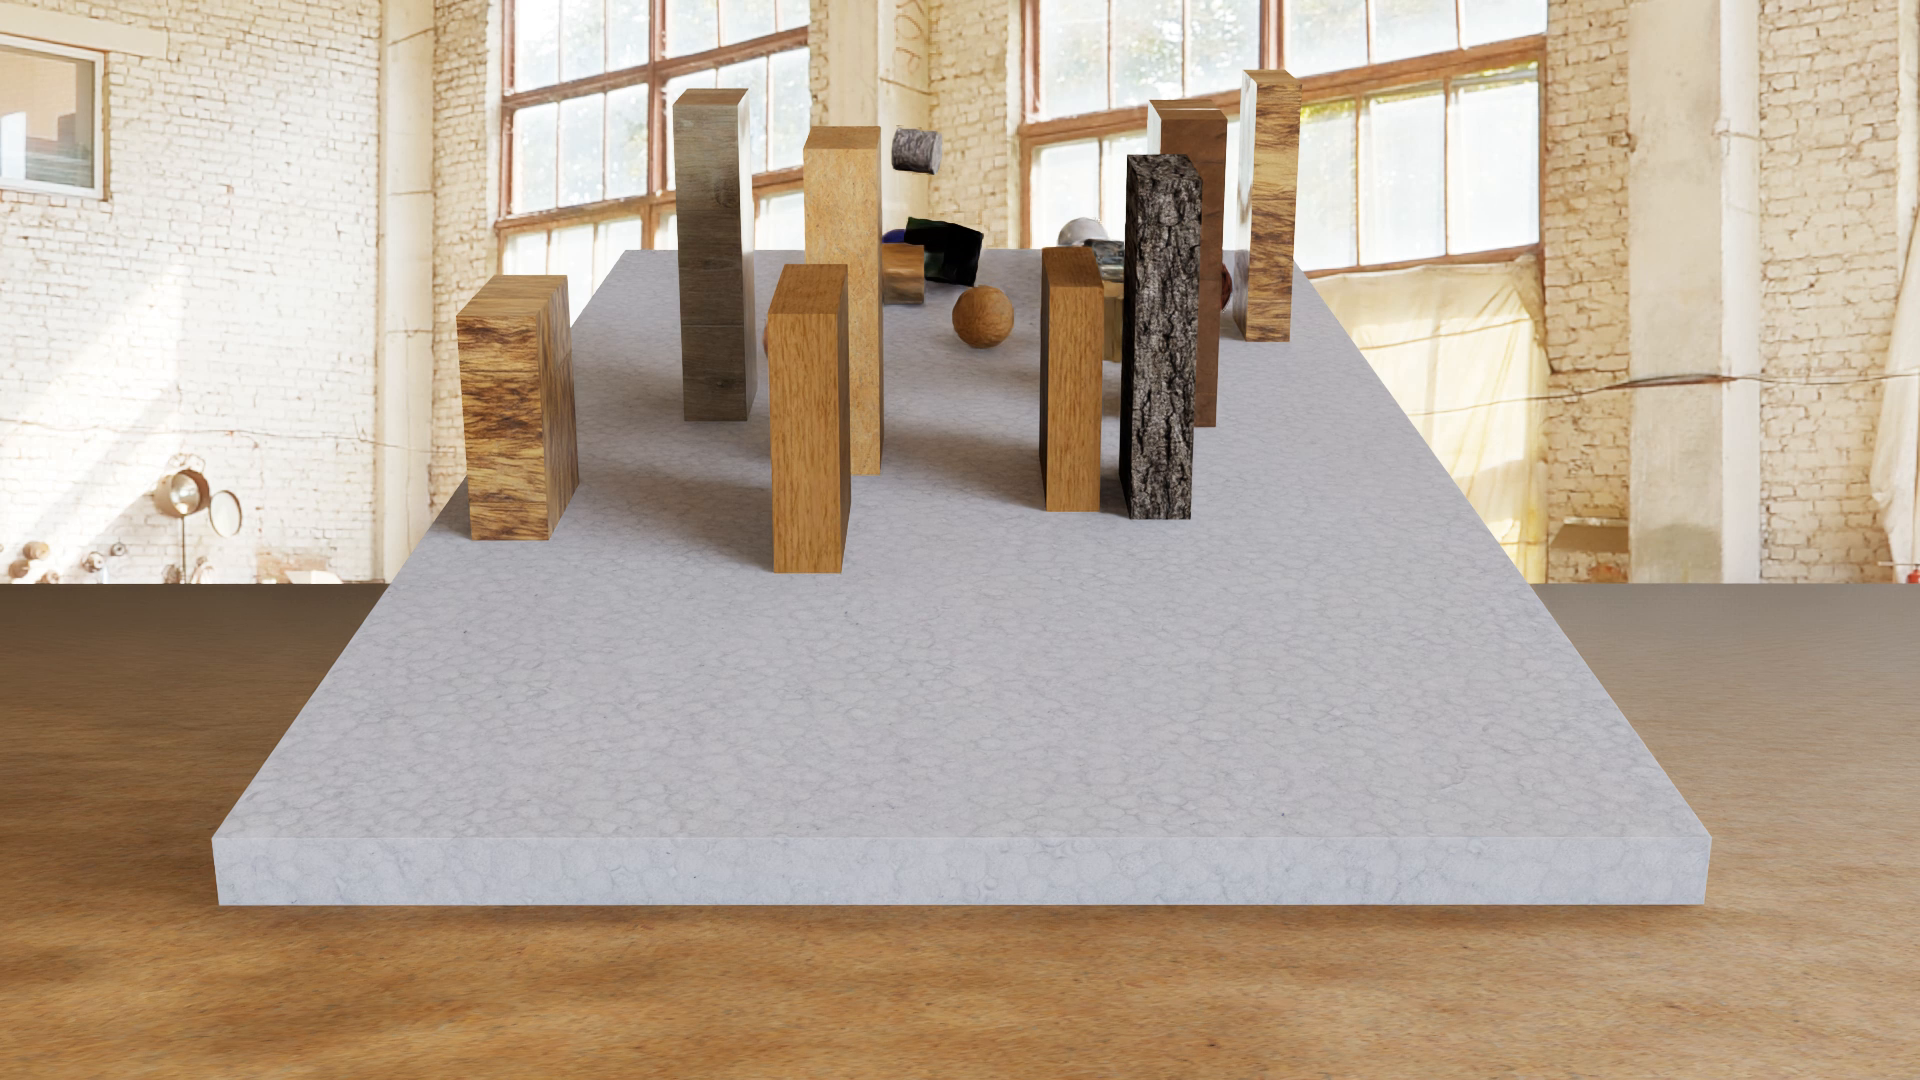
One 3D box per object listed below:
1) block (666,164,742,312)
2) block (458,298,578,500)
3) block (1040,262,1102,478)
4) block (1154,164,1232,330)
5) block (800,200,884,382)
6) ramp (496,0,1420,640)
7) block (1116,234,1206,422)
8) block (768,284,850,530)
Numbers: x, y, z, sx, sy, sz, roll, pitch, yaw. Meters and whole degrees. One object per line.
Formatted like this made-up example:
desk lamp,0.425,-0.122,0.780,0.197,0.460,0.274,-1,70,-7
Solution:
block,-0.539,-0.634,4.974,0.138,0.282,0.690,0,0,0
block,-0.835,-0.258,4.268,0.143,0.358,0.426,0,0,0
block,0.218,-0.326,4.453,0.102,0.395,0.441,0,0,0
block,0.489,-0.614,4.952,0.140,0.316,0.668,0,0,0
block,-0.234,-0.494,4.604,0.143,0.305,0.661,0,0,0
ramp,-0.004,-0.193,4.904,2.000,4.000,0.100,0,0,0
block,0.383,-0.395,4.331,0.116,0.304,0.649,0,0,0
block,-0.271,-0.231,4.119,0.119,0.421,0.472,0,0,0
